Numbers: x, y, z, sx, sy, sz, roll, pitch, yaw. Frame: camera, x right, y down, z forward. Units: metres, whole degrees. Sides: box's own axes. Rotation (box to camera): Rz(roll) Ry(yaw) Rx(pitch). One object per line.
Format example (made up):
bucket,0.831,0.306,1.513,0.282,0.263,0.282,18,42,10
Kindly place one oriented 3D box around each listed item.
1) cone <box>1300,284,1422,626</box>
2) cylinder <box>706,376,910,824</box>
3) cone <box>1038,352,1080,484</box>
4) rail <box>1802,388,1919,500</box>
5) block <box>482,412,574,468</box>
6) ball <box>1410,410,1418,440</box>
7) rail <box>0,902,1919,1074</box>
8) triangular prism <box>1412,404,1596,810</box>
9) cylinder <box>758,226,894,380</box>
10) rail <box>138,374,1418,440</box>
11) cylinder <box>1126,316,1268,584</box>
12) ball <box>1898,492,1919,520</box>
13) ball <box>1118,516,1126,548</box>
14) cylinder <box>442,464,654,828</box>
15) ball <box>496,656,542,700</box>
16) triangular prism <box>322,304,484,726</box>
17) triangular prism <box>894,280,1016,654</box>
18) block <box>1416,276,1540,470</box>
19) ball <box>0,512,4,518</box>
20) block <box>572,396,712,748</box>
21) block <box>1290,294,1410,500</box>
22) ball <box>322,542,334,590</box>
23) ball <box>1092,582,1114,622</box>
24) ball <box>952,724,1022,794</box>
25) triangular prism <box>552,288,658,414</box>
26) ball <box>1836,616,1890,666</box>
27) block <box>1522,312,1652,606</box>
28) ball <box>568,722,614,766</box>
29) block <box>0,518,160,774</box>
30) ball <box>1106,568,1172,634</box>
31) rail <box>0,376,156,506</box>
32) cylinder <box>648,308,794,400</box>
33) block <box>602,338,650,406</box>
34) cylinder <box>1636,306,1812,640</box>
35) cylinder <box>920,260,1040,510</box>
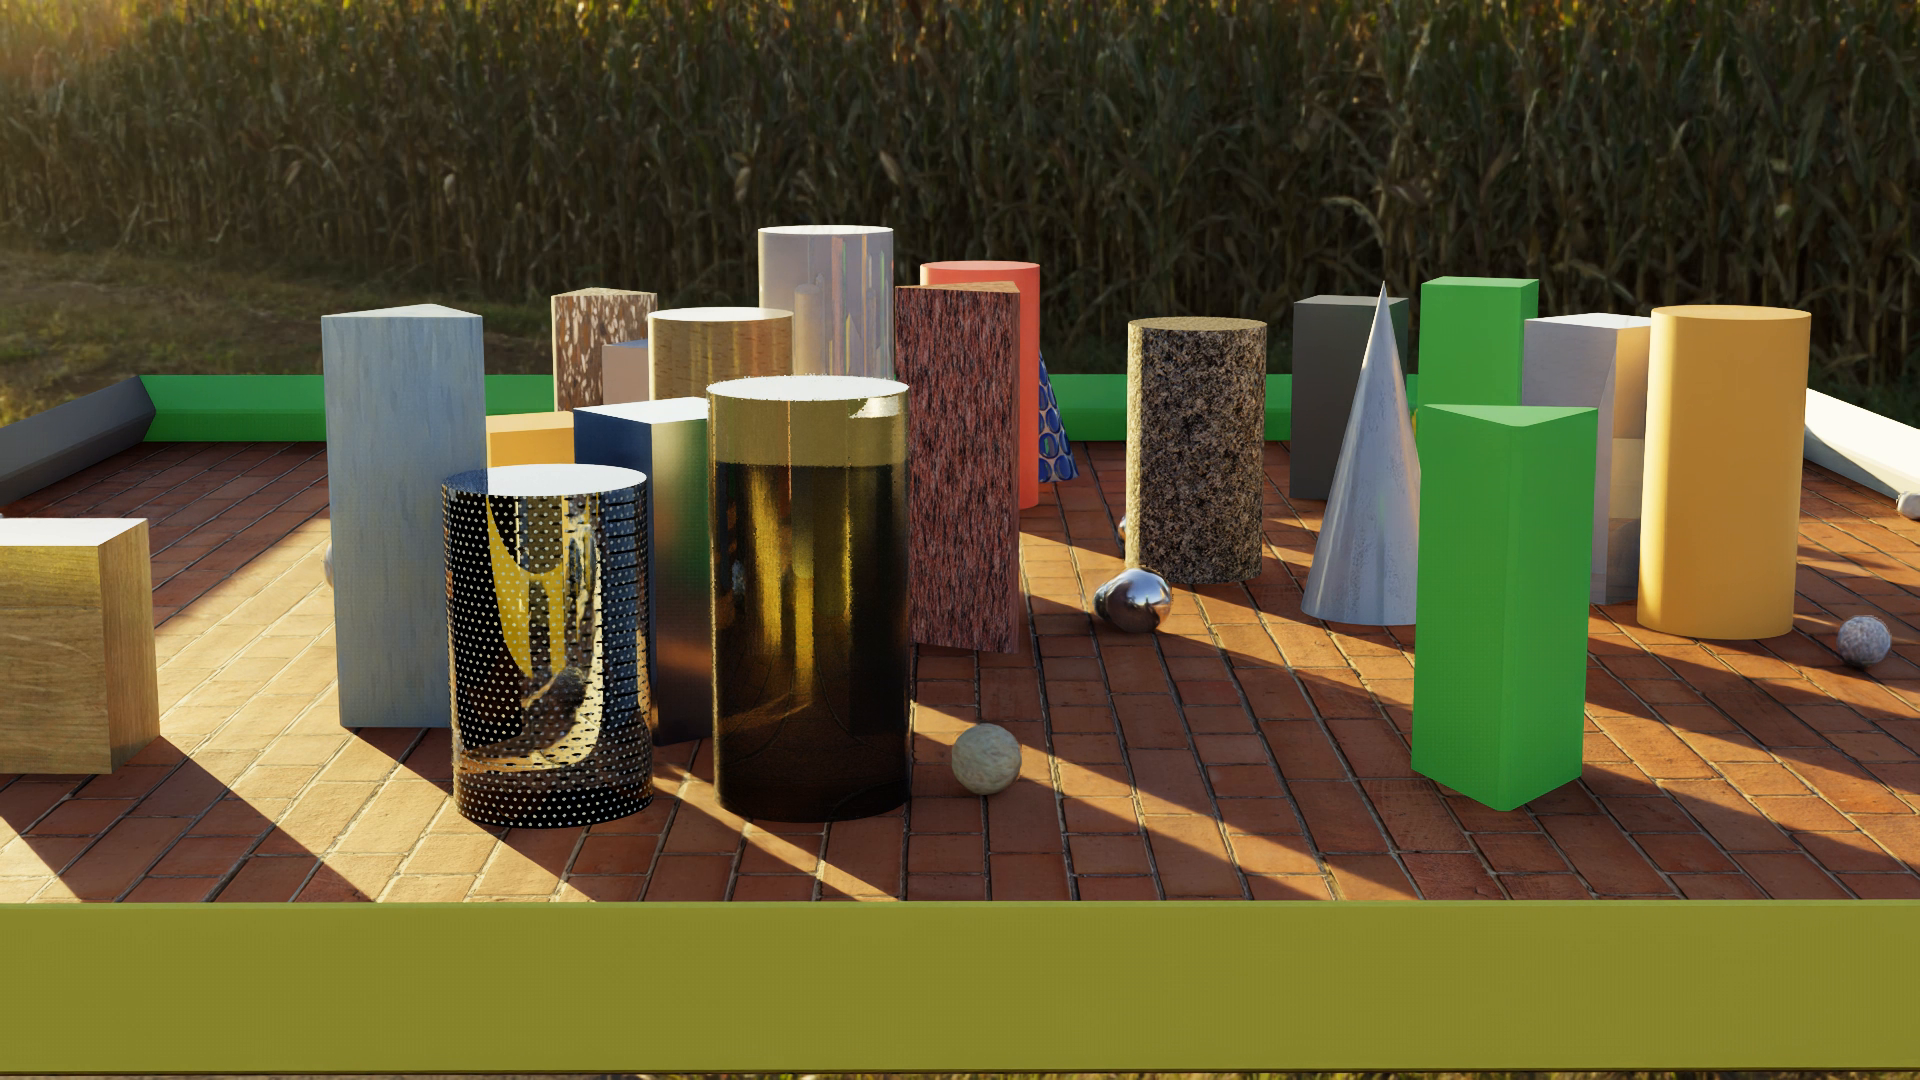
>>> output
cone,0.561,-0.125,3.436,0.198,0.446,0.198,0,10,0
cylinder,-0.149,0.054,2.558,0.198,0.414,0.198,0,10,0
cone,0.116,-0.272,4.598,0.198,0.313,0.198,0,10,0
rail,1.573,0.032,3.458,0.045,0.129,3.221,0,10,0
block,-0.579,-0.035,3.478,0.159,0.254,0.159,-5,12,-27
ball,0.911,-0.222,4.963,0.081,0.081,0.081,0,10,0
rail,0.009,0.322,1.888,3.194,0.129,0.045,0,10,0
triangular prism,0.533,0.059,2.615,0.149,0.384,0.172,8,13,38
cylinder,-0.197,-0.215,3.810,0.198,0.488,0.198,0,10,0
rail,-0.009,-0.256,5.009,3.194,0.129,0.045,0,10,0
cylinder,0.341,-0.133,3.713,0.198,0.362,0.198,0,10,0
ball,1.548,-0.056,4.168,0.044,0.044,0.044,0,10,0
ball,0.272,-0.013,3.878,0.066,0.066,0.066,0,10,0
cylinder,-0.407,0.101,2.547,0.198,0.326,0.198,0,10,0
ball,-0.511,0.160,2.979,0.052,0.052,0.052,0,10,0
triangular prism,-0.606,-0.031,2.895,0.172,0.458,0.149,0,10,1
triangular prism,0.029,-0.099,3.282,0.172,0.452,0.149,6,12,28
block,0.842,-0.230,4.183,0.159,0.382,0.159,4,11,22
ball,-1.478,-0.017,3.874,0.075,0.075,0.075,0,10,0
block,-0.316,0.030,2.854,0.159,0.353,0.159,-9,14,-39
block,0.666,-0.244,4.390,0.159,0.333,0.159,4,11,23
ball,-0.826,0.035,3.529,0.099,0.099,0.099,0,10,0
ball,0.203,0.082,3.397,0.054,0.054,0.054,0,10,0
ball,0.027,0.221,2.595,0.072,0.072,0.072,0,10,0
triangular prism,-0.605,-0.243,4.331,0.172,0.353,0.149,-3,11,-15
ball,1.108,0.125,3.145,0.062,0.062,0.062,0,10,0
block,0.895,-0.117,3.580,0.159,0.379,0.159,-8,13,-37
ball,-0.387,0.214,2.698,0.048,0.048,0.048,0,10,0
block,-0.962,0.110,2.729,0.159,0.242,0.159,0,10,1
ball,0.232,0.078,3.330,0.085,0.085,0.085,0,10,0
rail,-1.573,0.035,3.440,0.045,0.129,3.221,0,10,0
cylinder,-0.326,-0.116,3.541,0.198,0.392,0.198,0,10,0
block,-0.454,-0.167,4.086,0.159,0.293,0.159,6,12,30
cylinder,0.997,-0.092,3.356,0.198,0.412,0.198,0,10,0
cylinder,0.033,-0.260,4.297,0.198,0.399,0.198,0,10,0
